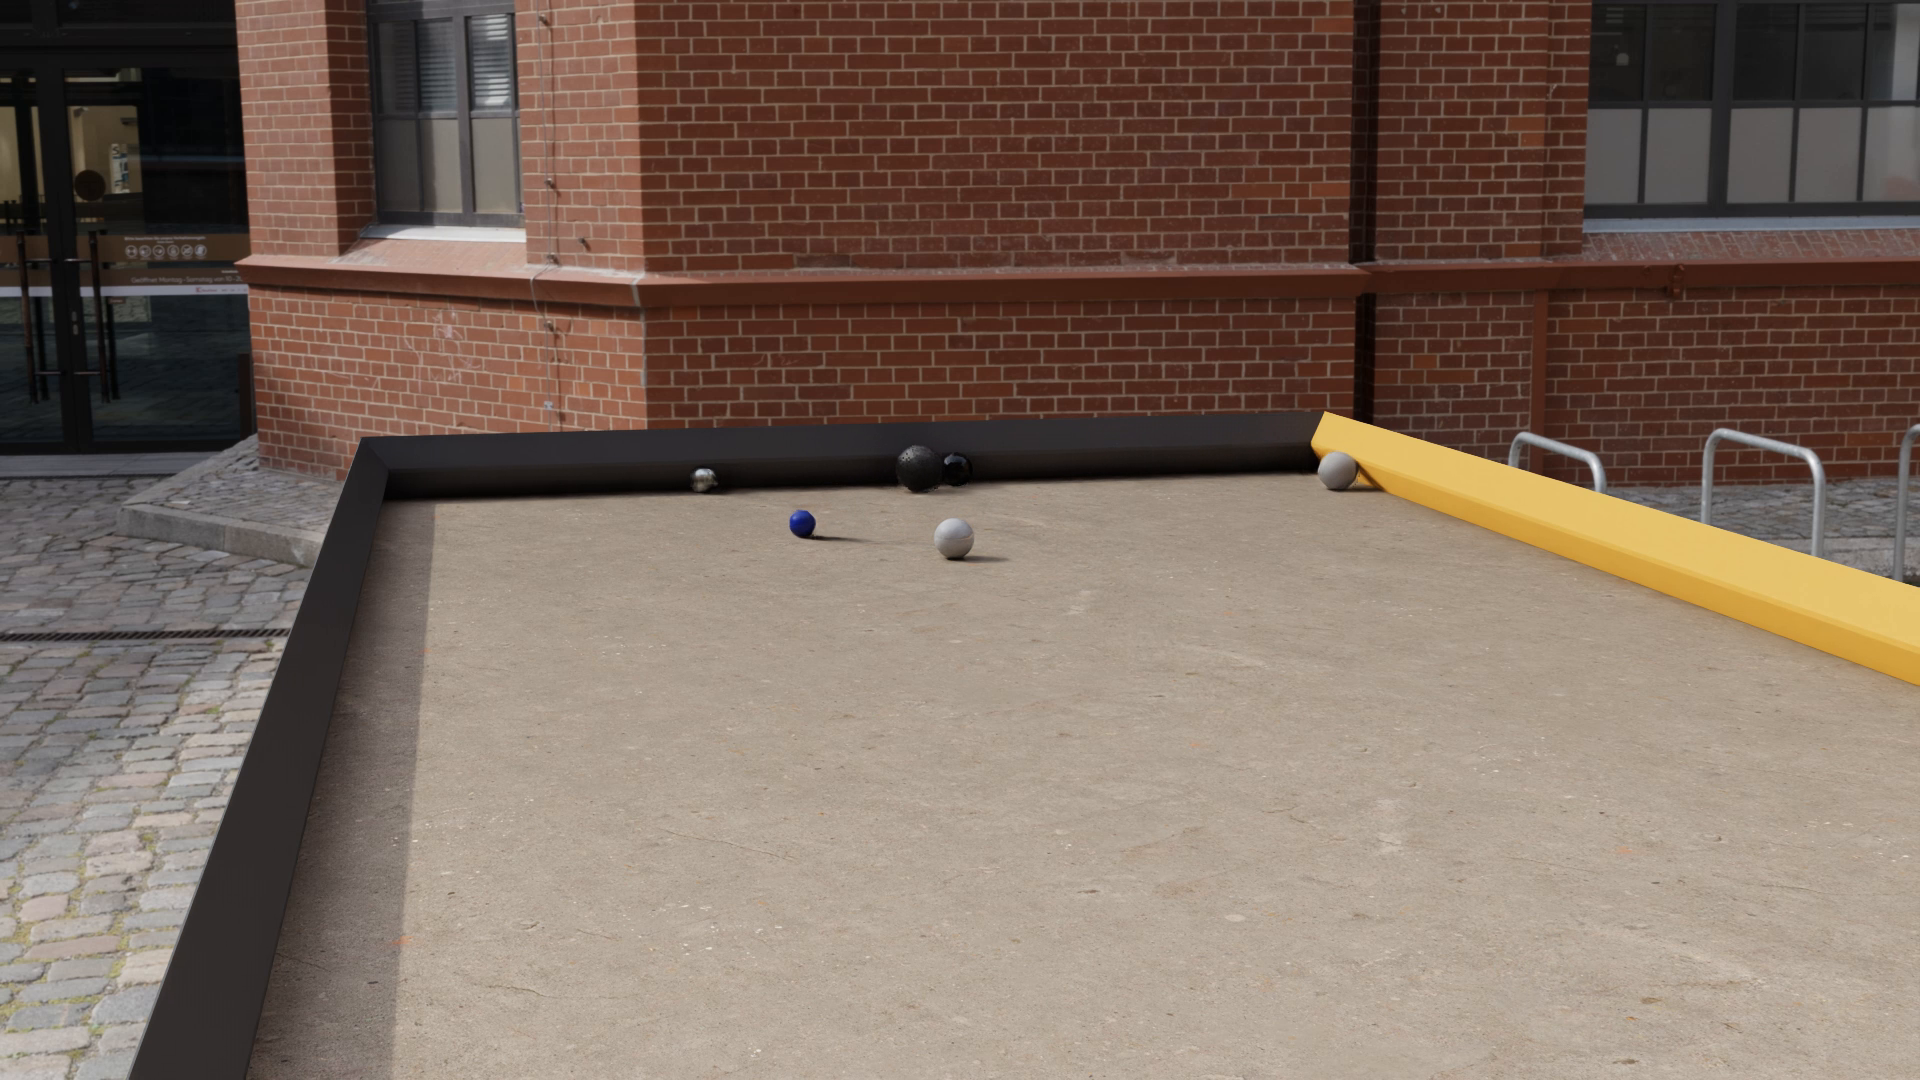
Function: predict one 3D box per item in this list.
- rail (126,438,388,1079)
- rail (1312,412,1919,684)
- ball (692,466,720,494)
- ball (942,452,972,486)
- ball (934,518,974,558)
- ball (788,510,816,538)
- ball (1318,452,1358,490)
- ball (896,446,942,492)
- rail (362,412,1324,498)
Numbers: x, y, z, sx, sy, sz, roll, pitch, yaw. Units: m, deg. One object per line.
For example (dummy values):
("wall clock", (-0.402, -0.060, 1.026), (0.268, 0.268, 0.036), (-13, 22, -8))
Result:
("rail", (-0.658, 0.136, 2.258), (0.045, 0.107, 3.084), (-2, 10, -12))
("rail", (0.993, 0.073, 2.619), (0.045, 0.107, 3.084), (-2, 10, -12))
("ball", (-0.441, -0.104, 3.812), (0.047, 0.047, 0.047), (0, 10, 0))
("ball", (-0.008, -0.125, 3.891), (0.060, 0.060, 0.060), (0, 10, 0))
("ball", (-0.008, -0.003, 3.194), (0.060, 0.060, 0.060), (0, 10, 0))
("ball", (-0.242, -0.025, 3.373), (0.041, 0.041, 0.041), (0, 10, 0))
("ball", (0.662, -0.122, 3.853), (0.068, 0.068, 0.068), (0, 10, 0))
("ball", (-0.071, -0.124, 3.825), (0.082, 0.082, 0.082), (0, 10, 0))
("rail", (-0.162, -0.150, 3.898), (1.739, 0.107, 0.045), (-2, 10, -12))
